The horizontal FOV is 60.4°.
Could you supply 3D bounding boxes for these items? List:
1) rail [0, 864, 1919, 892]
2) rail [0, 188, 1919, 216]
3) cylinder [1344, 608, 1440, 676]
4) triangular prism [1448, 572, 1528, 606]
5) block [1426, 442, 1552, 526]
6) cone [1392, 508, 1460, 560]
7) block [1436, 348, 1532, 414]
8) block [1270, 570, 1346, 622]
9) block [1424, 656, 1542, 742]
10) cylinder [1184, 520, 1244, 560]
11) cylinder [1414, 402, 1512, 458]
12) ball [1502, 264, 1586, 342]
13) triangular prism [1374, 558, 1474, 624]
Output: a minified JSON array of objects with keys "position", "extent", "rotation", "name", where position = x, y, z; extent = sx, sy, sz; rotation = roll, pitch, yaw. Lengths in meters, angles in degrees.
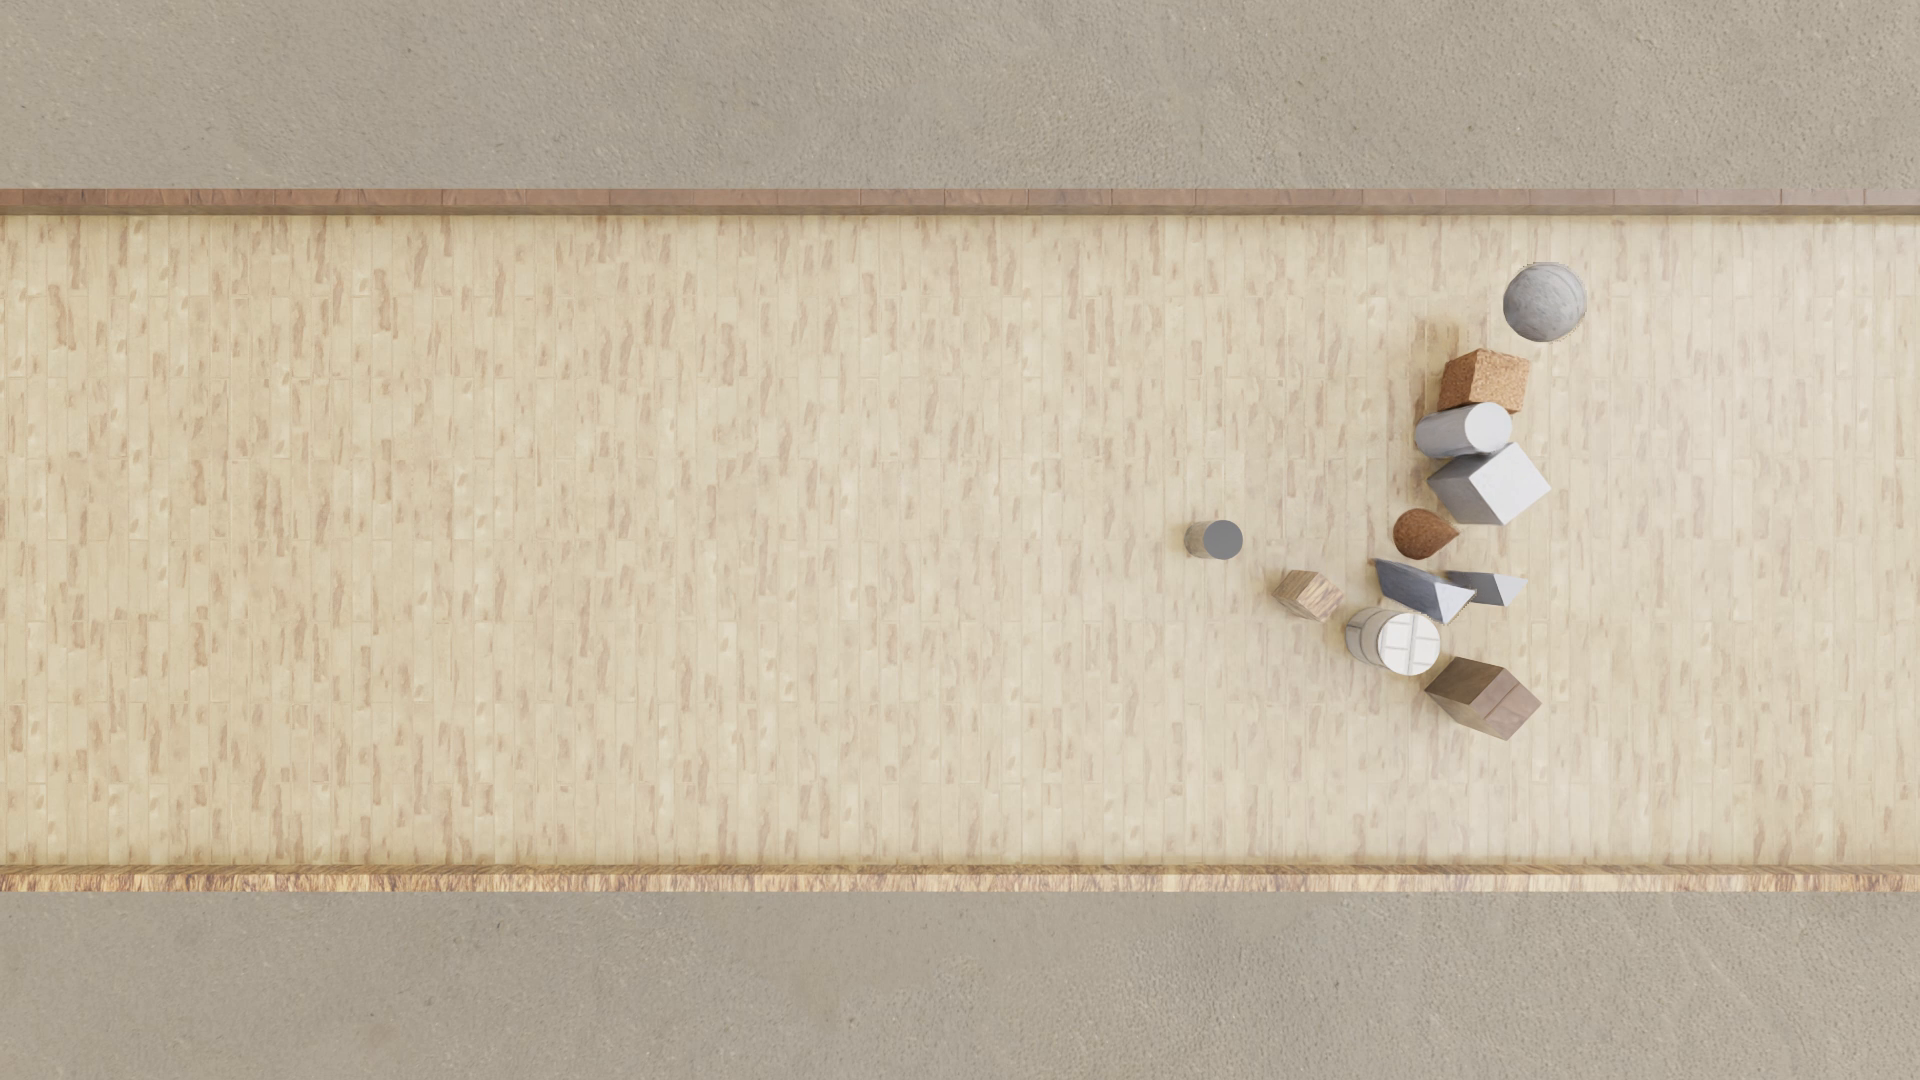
[{"position":[-2.247,1.025,5.001],"extent":[12.000,0.150,0.050],"rotation":[0,90,0],"name":"rail"},{"position":[-2.247,-1.025,5.002],"extent":[12.000,0.150,0.050],"rotation":[0,90,0],"name":"rail"},{"position":[1.272,0.295,4.873],"extent":[0.176,0.407,0.176],"rotation":[0,90,0],"name":"cylinder"},{"position":[1.533,0.123,4.854],"extent":[0.084,0.445,0.097],"rotation":[40,90,0],"name":"triangular prism"},{"position":[1.554,-0.165,4.872],"extent":[0.170,0.405,0.170],"rotation":[-38,91,0],"name":"block"},{"position":[1.410,-0.018,4.861],"extent":[0.157,0.431,0.157],"rotation":[0,90,0],"name":"cone"},{"position":[1.556,-0.458,4.916],"extent":[0.155,0.317,0.155],"rotation":[11,88,0],"name":"block"},{"position":[1.029,0.163,4.887],"extent":[0.103,0.380,0.103],"rotation":[40,90,0],"name":"block"},{"position":[1.531,0.461,4.850],"extent":[0.146,0.452,0.146],"rotation":[44,90,0],"name":"block"},{"position":[0.746,0.000,4.877],"extent":[0.114,0.399,0.114],"rotation":[0,90,0],"name":"cylinder"},{"position":[1.486,-0.321,4.886],"extent":[0.141,0.368,0.141],"rotation":[0,90,-7],"name":"cylinder"},{"position":[1.624,-0.659,4.588],"extent":[0.217,0.217,0.217],"rotation":[0,90,0],"name":"ball"},{"position":[1.339,0.123,4.849],"extent":[0.105,0.441,0.121],"rotation":[43,91,-12],"name":"triangular prism"}]
